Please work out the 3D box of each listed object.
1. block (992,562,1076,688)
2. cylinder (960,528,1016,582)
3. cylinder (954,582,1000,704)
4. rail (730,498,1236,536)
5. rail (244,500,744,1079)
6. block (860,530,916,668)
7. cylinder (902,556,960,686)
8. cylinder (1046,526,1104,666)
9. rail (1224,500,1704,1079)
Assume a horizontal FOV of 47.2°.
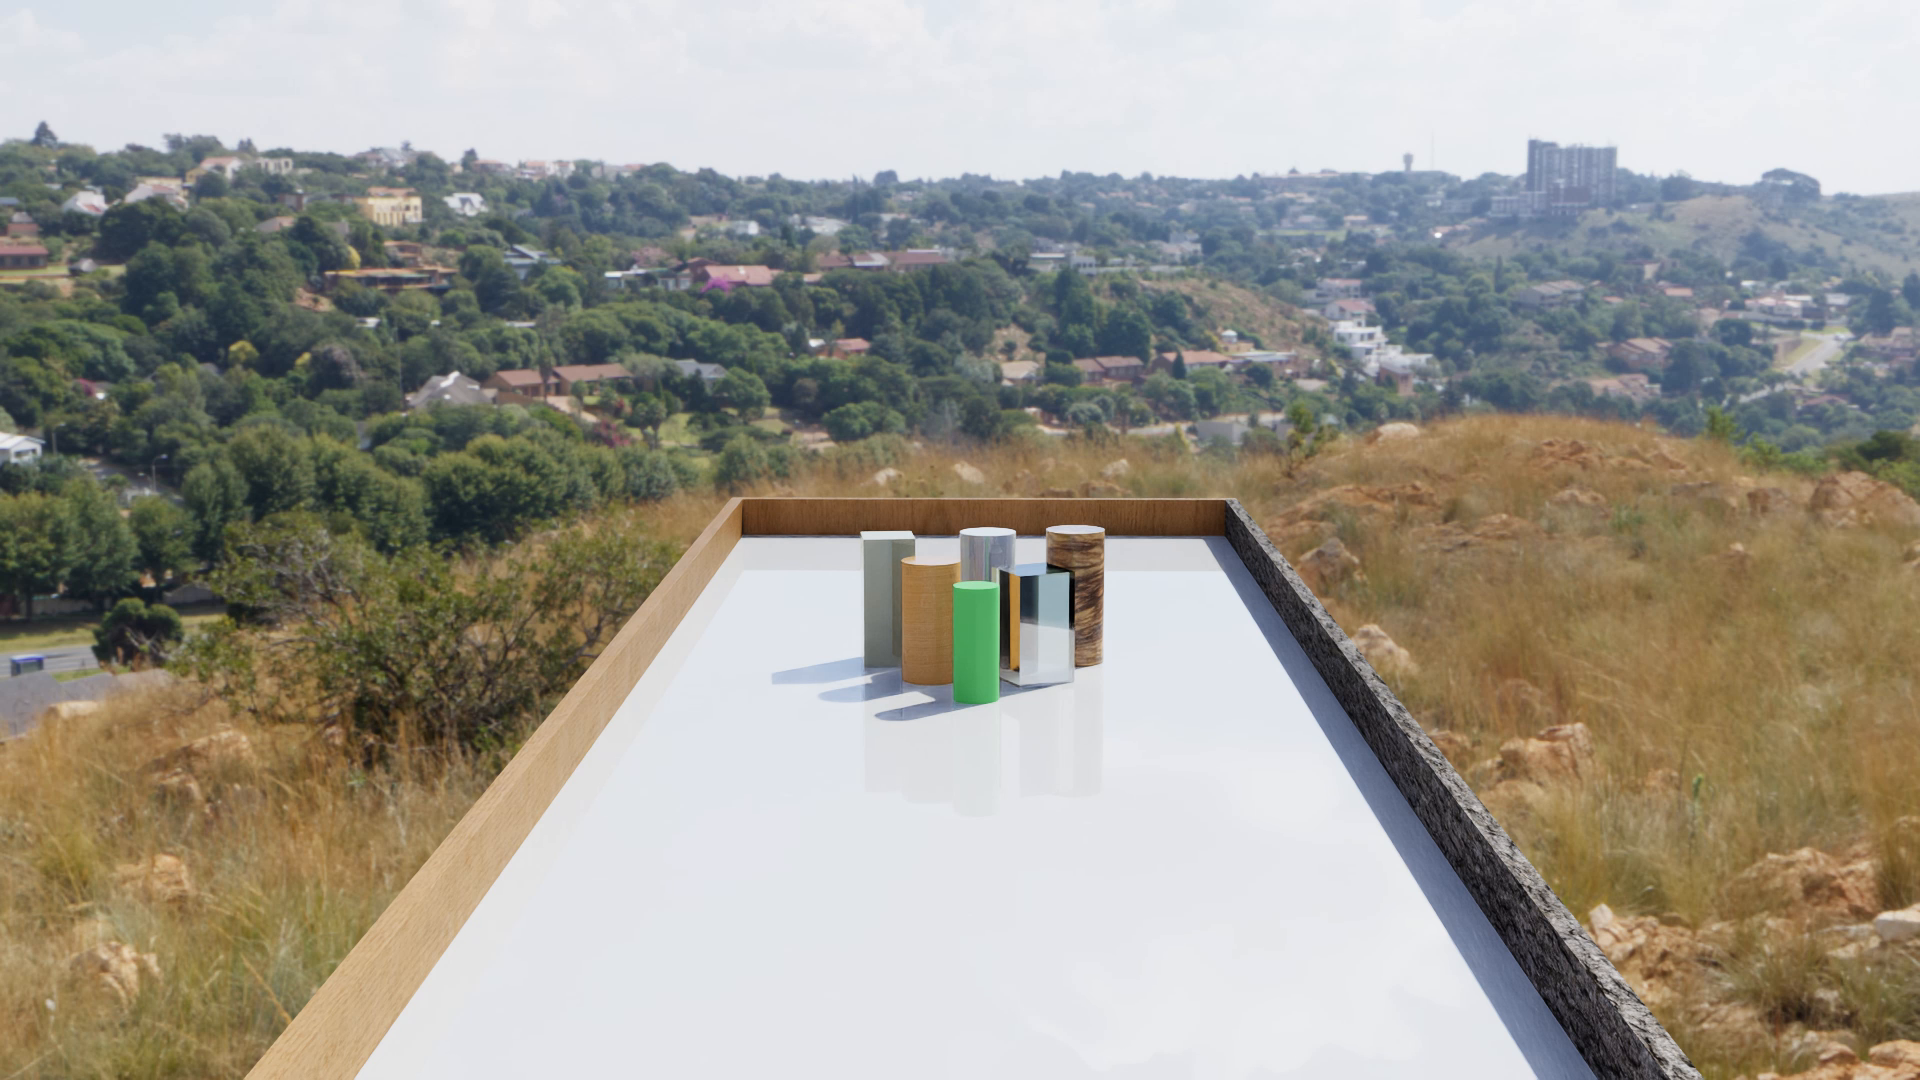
[{"bbox_3d":[0.213,0.246,6.416,0.180,0.326,0.180,-4,10,-26],"label":"block"},{"bbox_3d":[0.084,0.171,6.661,0.170,0.397,0.170,0,9,0],"label":"cylinder"},{"bbox_3d":[0.046,0.287,6.162,0.129,0.325,0.129,0,9,0],"label":"cylinder"},{"bbox_3d":[0.099,-0.098,9.147,2.100,0.150,0.050,0,9,1],"label":"rail"},{"bbox_3d":[-1.004,0.839,3.234,0.050,0.150,12.000,0,9,1],"label":"rail"},{"bbox_3d":[-0.218,0.177,6.655,0.155,0.388,0.155,-1,9,-6],"label":"block"},{"bbox_3d":[-0.084,0.233,6.413,0.173,0.353,0.173,0,9,0],"label":"cylinder"},{"bbox_3d":[0.348,0.168,6.659,0.178,0.404,0.178,0,9,0],"label":"cylinder"},{"bbox_3d":[1.046,0.843,3.208,0.050,0.150,12.000,0,9,1],"label":"rail"}]
